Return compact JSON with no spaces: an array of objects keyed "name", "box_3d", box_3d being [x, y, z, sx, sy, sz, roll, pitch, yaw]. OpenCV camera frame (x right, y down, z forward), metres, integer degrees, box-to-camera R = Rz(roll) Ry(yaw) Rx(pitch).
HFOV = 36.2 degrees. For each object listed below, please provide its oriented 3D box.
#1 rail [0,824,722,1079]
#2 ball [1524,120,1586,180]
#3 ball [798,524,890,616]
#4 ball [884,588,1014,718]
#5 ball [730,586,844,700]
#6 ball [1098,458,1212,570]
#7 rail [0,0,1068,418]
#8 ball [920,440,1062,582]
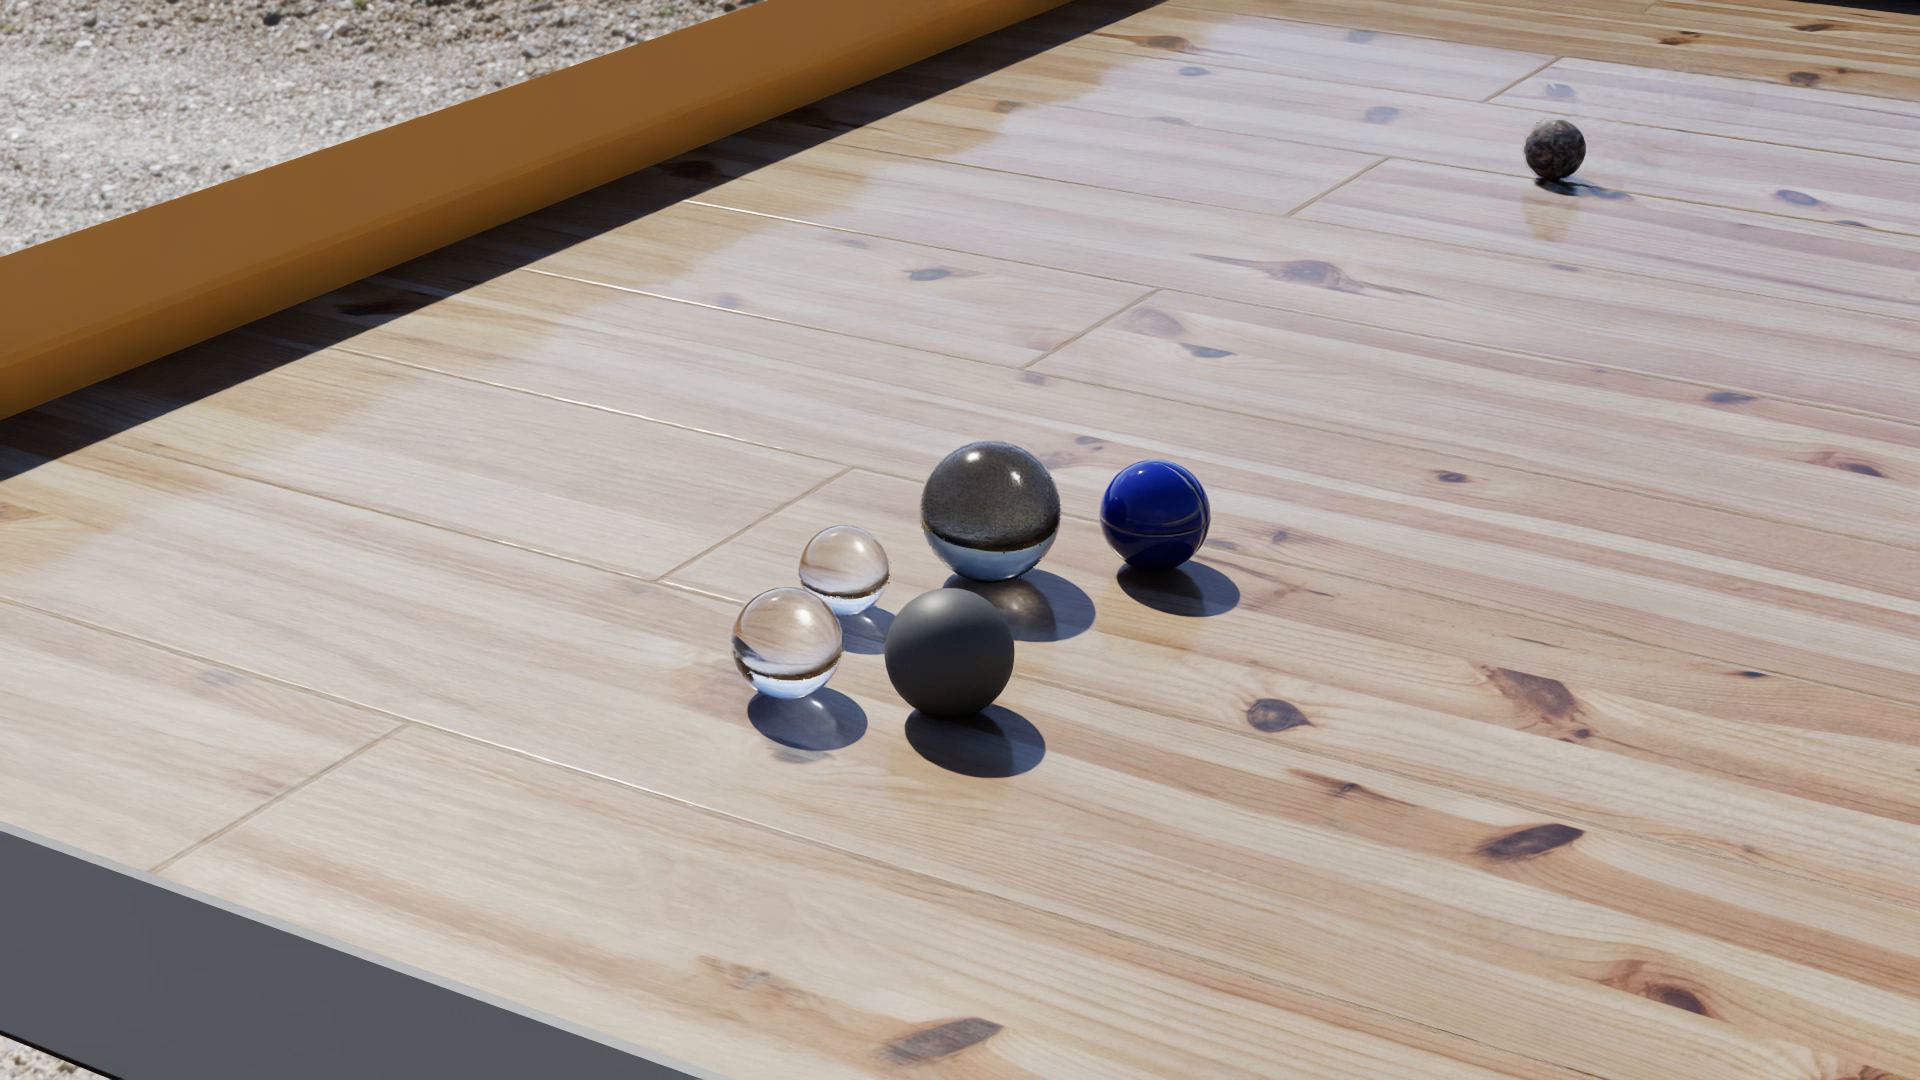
[{"name":"rail","box_3d":[-0.359,0.210,1.413,1.625,0.125,0.045,13,26,28]},{"name":"ball","box_3d":[0.587,-0.385,2.902,0.059,0.059,0.059,0,23,0]},{"name":"ball","box_3d":[-0.077,0.020,1.945,0.061,0.061,0.061,0,23,0]},{"name":"ball","box_3d":[-0.006,0.069,1.804,0.080,0.080,0.080,0,23,0]},{"name":"ball","box_3d":[-0.108,0.064,1.828,0.071,0.071,0.071,0,23,0]},{"name":"ball","box_3d":[0.133,-0.017,2.012,0.077,0.077,0.077,0,23,0]},{"name":"rail","box_3d":[-0.304,-0.423,2.904,0.045,0.125,2.877,13,26,28]},{"name":"ball","box_3d":[0.021,-0.019,1.992,0.096,0.096,0.096,0,23,0]}]
